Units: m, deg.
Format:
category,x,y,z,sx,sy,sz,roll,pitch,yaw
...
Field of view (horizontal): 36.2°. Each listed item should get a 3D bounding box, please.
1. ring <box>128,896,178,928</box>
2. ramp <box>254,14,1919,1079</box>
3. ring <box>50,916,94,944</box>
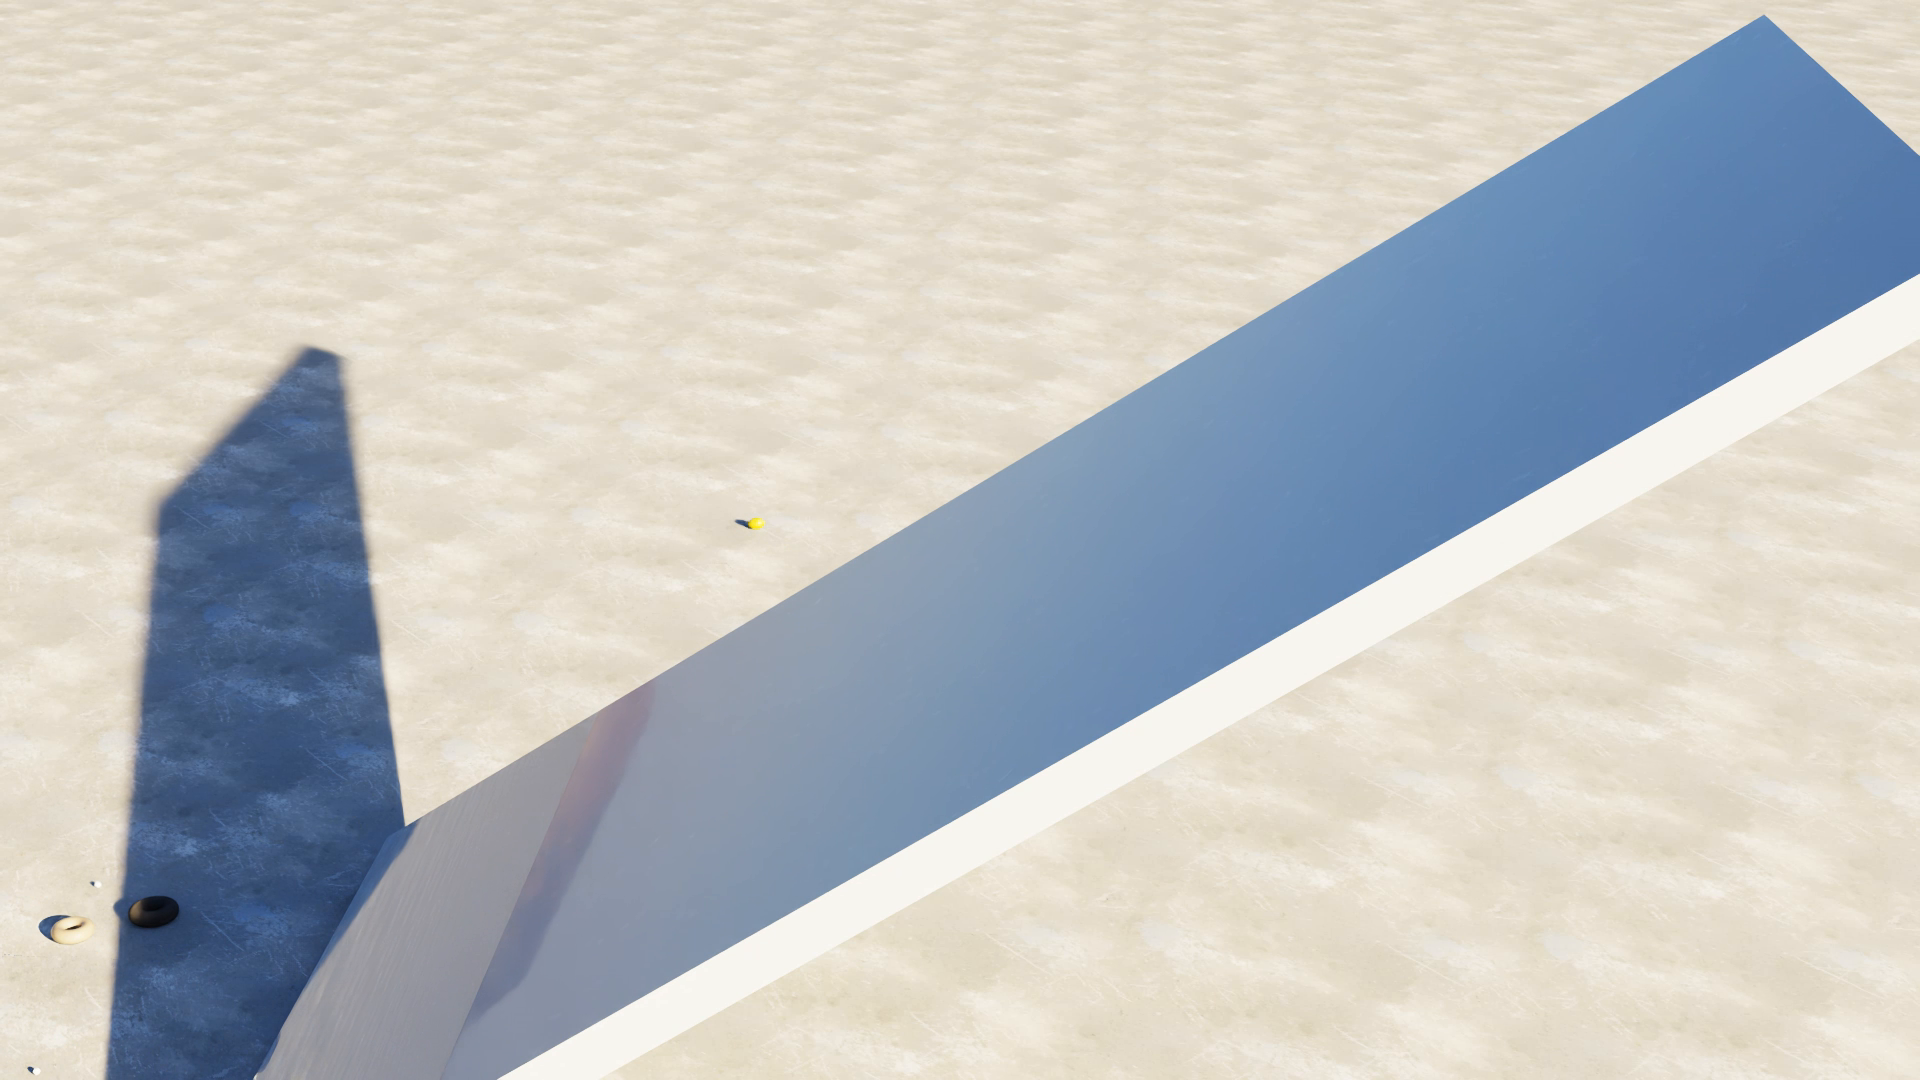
category,x,y,z,sx,sy,sz,roll,pitch,yaw
ring,-2.038,0.939,7.434,0.125,0.042,0.125,-1,20,1
ramp,0.140,0.170,6.295,4.000,0.100,2.000,-31,15,14
ring,-2.216,0.975,7.347,0.107,0.036,0.107,-1,21,0
